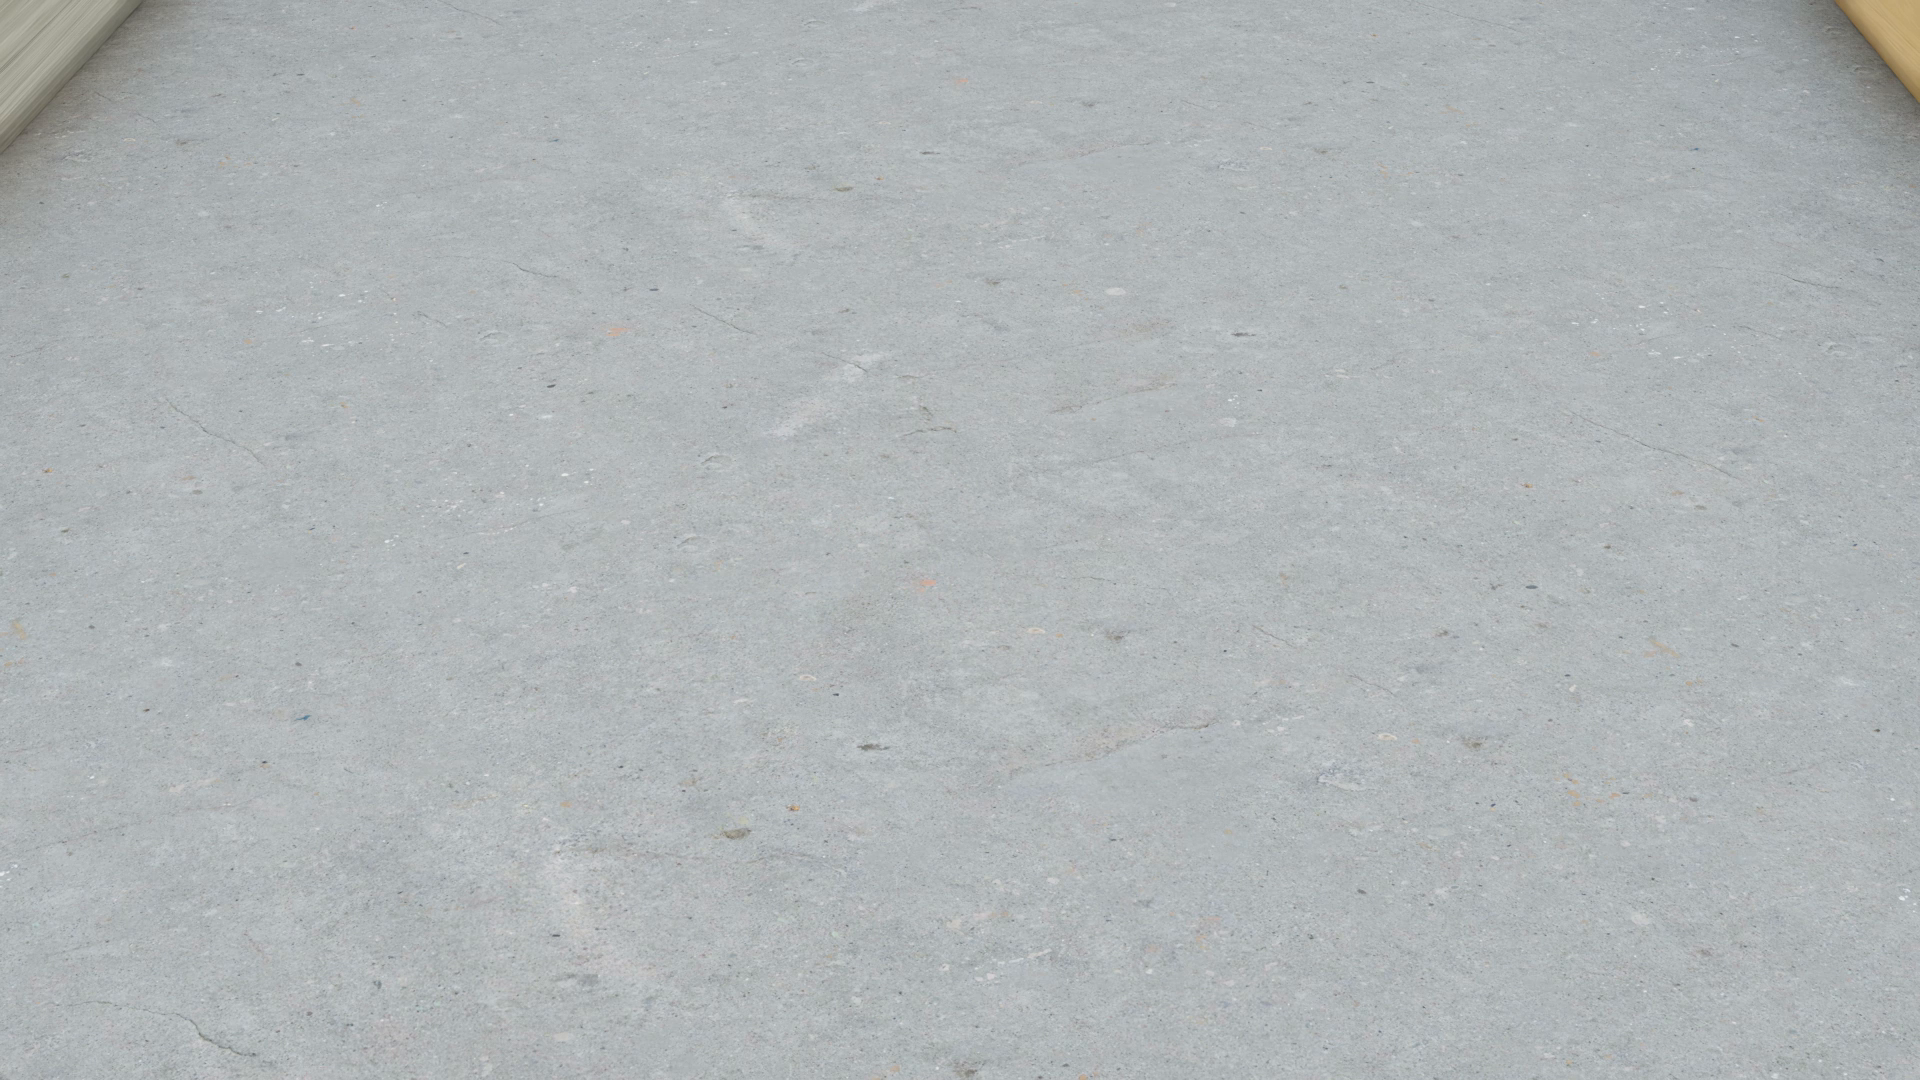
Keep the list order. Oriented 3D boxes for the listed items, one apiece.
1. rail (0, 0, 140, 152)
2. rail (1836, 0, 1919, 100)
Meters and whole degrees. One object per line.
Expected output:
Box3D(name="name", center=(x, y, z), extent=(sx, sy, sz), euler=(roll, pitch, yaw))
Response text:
Box3D(name="rail", center=(-0.814, -0.379, 2.511), extent=(0.045, 0.120, 3.027), euler=(1, 27, 1))
Box3D(name="rail", center=(0.849, -0.361, 2.476), extent=(0.045, 0.120, 3.027), euler=(1, 27, 1))
